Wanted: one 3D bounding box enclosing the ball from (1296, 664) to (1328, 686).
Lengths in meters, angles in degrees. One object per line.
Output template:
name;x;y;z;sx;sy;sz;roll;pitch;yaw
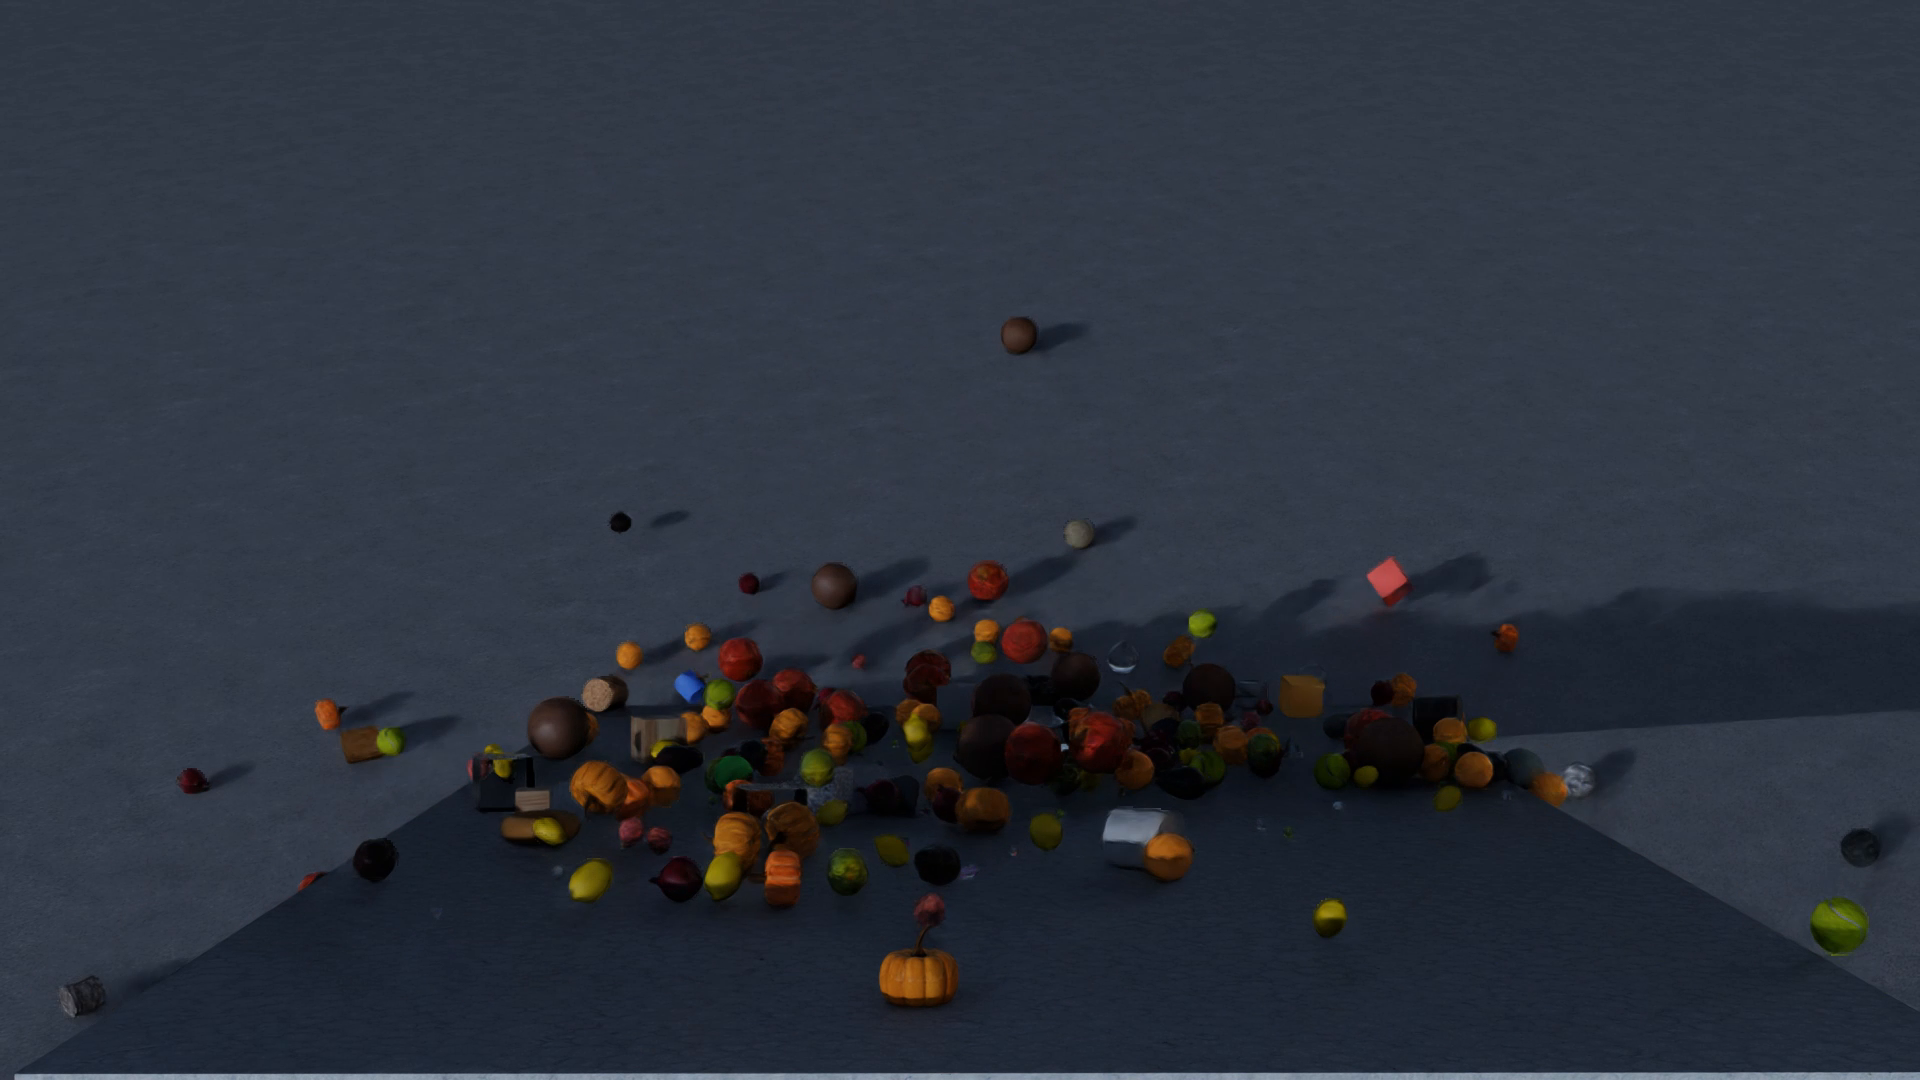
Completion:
ball;0.927;0.365;6.798;0.081;0.081;0.081;0;26;0

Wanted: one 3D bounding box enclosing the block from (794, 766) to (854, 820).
block;-0.237;0.439;4.479;0.080;0.080;0.080;1;2;20

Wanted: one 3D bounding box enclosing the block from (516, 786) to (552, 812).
block;-0.725;0.452;4.390;0.057;0.057;0.057;0;2;-4

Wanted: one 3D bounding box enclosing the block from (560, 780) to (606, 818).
block;-0.656;0.450;4.481;0.058;0.058;0.058;-1;2;-40

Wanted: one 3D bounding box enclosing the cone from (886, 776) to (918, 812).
cone;-0.092;0.462;4.539;0.067;0.067;0.067;-11;39;-21

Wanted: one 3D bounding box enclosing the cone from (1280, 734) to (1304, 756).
cone;0.697;0.427;5.412;0.050;0.050;0.050;0;2;0

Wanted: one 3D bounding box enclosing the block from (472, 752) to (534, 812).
block;-0.810;0.430;4.574;0.093;0.093;0.093;-1;2;-20

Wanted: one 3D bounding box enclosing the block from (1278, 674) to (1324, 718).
block;0.829;0.380;6.262;0.083;0.083;0.083;0;14;-10

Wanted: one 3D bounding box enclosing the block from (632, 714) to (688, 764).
block;-0.619;0.410;5.313;0.091;0.091;0.091;-1;2;-24

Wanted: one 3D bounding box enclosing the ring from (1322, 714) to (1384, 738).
ring;0.885;0.419;5.802;0.139;0.046;0.139;0;3;0

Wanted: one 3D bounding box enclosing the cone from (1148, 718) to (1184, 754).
cone;0.447;0.433;5.473;0.080;0.080;0.080;-4;29;-9

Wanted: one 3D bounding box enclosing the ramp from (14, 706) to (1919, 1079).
ramp;0.058;0.526;4.564;2.000;0.100;4.000;0;2;0

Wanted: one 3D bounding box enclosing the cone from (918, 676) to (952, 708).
cone;-0.046;0.403;6.442;0.096;0.096;0.096;-9;30;-18

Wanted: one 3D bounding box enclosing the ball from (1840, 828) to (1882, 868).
ball;2.111;0.722;6.041;0.090;0.090;0.090;0;26;0

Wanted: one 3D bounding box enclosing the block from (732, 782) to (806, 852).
block;-0.304;0.441;4.112;0.095;0.095;0.095;-1;2;-21

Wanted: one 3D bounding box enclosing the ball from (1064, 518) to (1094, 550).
ball;0.352;-0.017;7.588;0.090;0.090;0.090;0;26;0

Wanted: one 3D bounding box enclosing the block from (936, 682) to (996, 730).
block;0.014;0.388;5.995;0.100;0.100;0.100;1;2;31

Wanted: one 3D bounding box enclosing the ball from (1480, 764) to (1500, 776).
ball;1.286;0.590;6.328;0.080;0.080;0.080;0;26;0

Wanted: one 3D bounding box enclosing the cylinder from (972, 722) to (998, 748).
cylinder;0.054;0.420;5.568;0.055;0.055;0.055;-2;26;0

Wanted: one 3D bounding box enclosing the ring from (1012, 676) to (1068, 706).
ring;0.210;0.403;6.755;0.148;0.049;0.148;2;27;-1

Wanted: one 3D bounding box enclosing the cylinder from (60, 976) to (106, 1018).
cylinder;-1.879;0.978;5.523;0.070;0.070;0.070;22;29;38

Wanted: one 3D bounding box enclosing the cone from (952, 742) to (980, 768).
cone;0.015;0.446;5.206;0.057;0.057;0.057;-2;28;-4

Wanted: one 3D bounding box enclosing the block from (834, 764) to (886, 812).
block;-0.176;0.439;4.557;0.075;0.075;0.075;-1;2;-17

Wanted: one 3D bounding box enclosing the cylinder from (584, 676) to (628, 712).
cylinder;-0.884;0.385;6.442;0.082;0.082;0.082;11;5;21

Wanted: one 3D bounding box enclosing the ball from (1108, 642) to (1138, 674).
ball;0.436;0.315;6.899;0.084;0.084;0.084;0;26;0

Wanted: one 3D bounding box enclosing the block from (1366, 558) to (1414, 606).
block;1.199;0.118;7.183;0.086;0.086;0.086;-36;63;10

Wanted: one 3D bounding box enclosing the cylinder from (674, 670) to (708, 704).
cylinder;-0.648;0.354;6.208;0.059;0.059;0.059;-25;64;-42

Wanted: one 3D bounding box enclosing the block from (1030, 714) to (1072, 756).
block;0.187;0.400;5.294;0.056;0.056;0.056;-17;20;-19

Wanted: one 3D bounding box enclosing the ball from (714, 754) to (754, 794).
ball;-0.410;0.424;4.664;0.070;0.070;0.070;0;26;0

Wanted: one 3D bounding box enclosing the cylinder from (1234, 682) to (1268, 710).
cylinder;0.717;0.384;6.363;0.067;0.067;0.067;3;25;23

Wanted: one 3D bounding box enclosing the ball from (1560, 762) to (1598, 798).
ball;1.518;0.588;6.322;0.090;0.090;0.090;0;26;0

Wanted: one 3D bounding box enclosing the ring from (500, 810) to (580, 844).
ring;-0.681;0.466;4.182;0.130;0.043;0.130;-1;2;0
